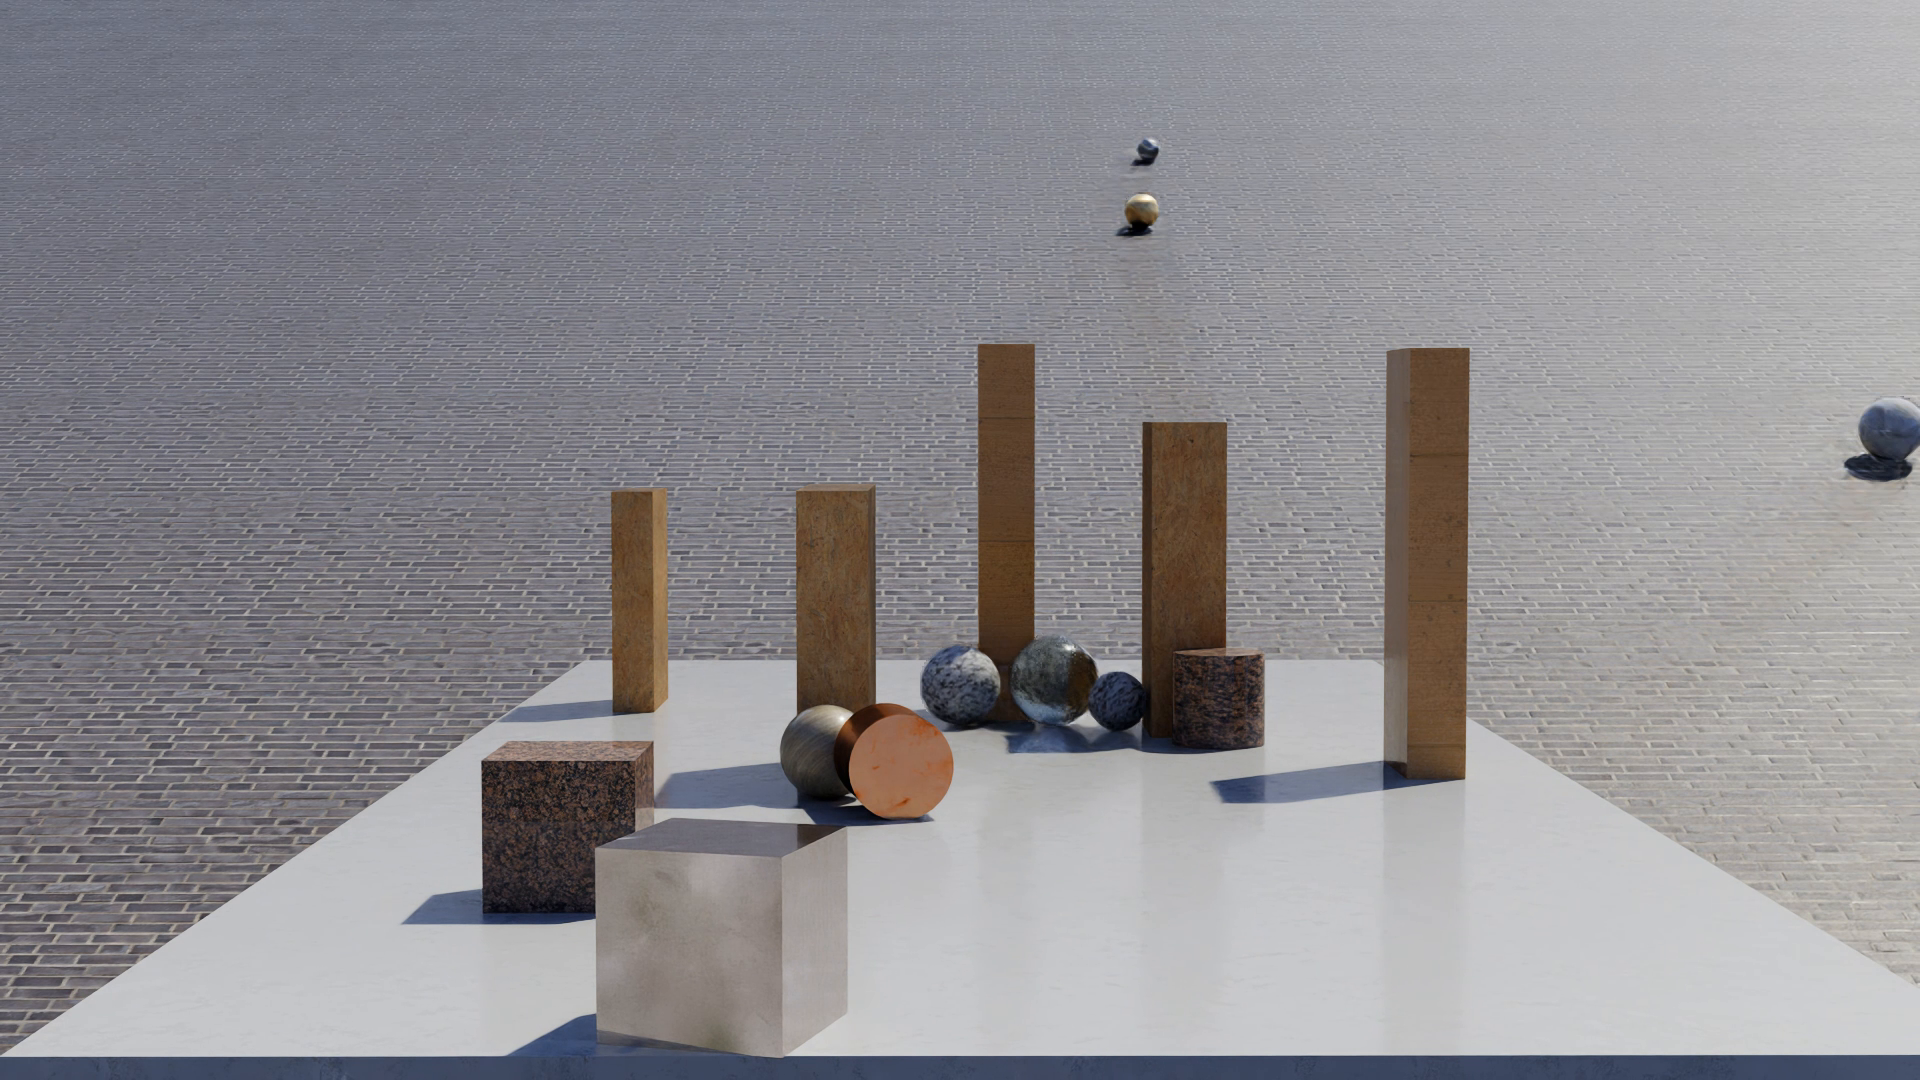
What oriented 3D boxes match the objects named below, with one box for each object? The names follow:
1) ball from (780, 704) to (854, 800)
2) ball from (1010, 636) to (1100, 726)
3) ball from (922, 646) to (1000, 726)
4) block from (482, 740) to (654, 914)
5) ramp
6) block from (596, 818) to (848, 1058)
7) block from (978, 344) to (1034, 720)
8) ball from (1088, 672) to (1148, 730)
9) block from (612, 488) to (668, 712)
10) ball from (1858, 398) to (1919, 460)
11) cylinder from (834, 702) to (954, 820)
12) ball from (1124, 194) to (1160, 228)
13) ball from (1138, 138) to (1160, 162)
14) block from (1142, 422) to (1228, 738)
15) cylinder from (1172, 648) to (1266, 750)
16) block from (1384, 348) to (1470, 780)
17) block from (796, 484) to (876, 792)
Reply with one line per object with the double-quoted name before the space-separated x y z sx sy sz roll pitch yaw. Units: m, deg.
"ball" -0.218 0.346 4.201 0.154 0.154 0.154 0 22 0
"ball" 0.190 0.283 5.171 0.181 0.181 0.181 0 22 0
"ball" 0.002 0.293 5.182 0.160 0.160 0.160 0 22 0
"block" -0.506 0.370 3.341 0.194 0.194 0.194 0 3 0
"ramp" 0.050 0.456 4.533 2.000 0.100 4.000 0 3 0
"block" -0.241 0.403 2.642 0.199 0.199 0.199 1 3 16
"block" 0.095 -0.022 5.385 0.114 0.768 0.294 0 3 0
"ball" 0.311 0.319 5.089 0.118 0.118 0.118 0 22 0
"block" -0.687 0.124 5.525 0.087 0.464 0.269 0 3 0
"ball" 2.958 -0.353 8.161 0.201 0.201 0.201 0 22 0
"cylinder" -0.106 0.348 4.060 0.165 0.165 0.165 -4 4 -11
"ball" 0.766 -1.384 10.824 0.144 0.144 0.144 0 22 0
"ball" 0.876 -1.816 11.959 0.105 0.105 0.105 0 22 0
"block" 0.442 0.072 5.093 0.144 0.610 0.256 0 3 0
"cylinder" 0.491 0.300 4.889 0.176 0.176 0.176 0 3 0
"block" 0.818 0.036 4.523 0.101 0.740 0.242 0 3 0
"block" -0.212 0.159 4.470 0.119 0.501 0.401 0 3 0
